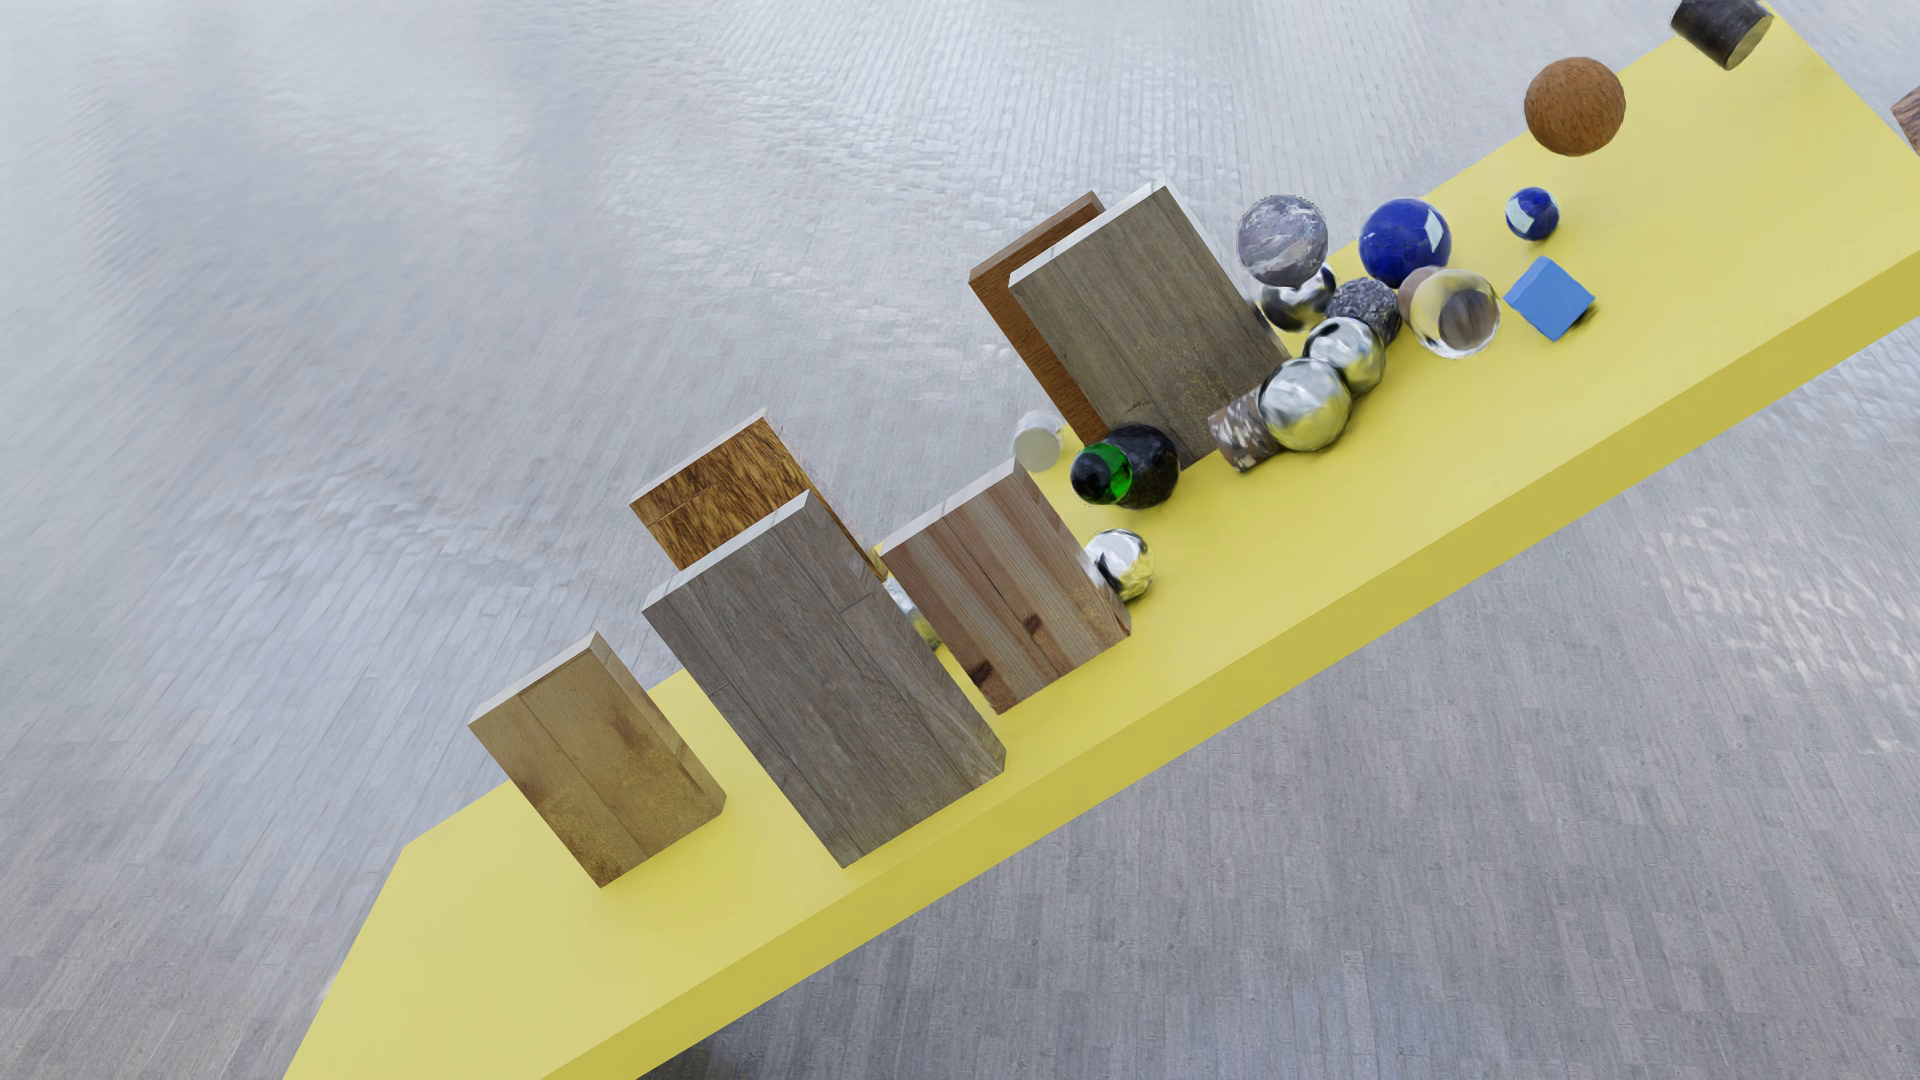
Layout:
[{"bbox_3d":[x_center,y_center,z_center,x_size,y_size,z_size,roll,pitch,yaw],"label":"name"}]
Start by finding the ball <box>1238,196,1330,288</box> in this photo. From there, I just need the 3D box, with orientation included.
[{"bbox_3d":[0.654,-0.603,5.954,0.185,0.185,0.185,0,21,0],"label":"ball"}]

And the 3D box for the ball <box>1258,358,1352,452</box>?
[{"bbox_3d":[0.686,-0.270,5.849,0.187,0.187,0.187,0,21,0],"label":"ball"}]

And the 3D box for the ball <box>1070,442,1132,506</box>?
[{"bbox_3d":[0.289,-0.135,6.029,0.130,0.130,0.130,0,21,0],"label":"ball"}]

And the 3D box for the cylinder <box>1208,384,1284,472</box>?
[{"bbox_3d":[0.603,-0.231,6.031,0.137,0.137,0.137,-31,12,20],"label":"cylinder"}]

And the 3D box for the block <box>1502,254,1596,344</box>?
[{"bbox_3d":[1.121,-0.460,5.602,0.112,0.112,0.112,40,9,-6],"label":"block"}]

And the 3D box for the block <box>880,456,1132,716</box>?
[{"bbox_3d":[0.091,0.090,5.697,0.312,0.401,0.095,-32,16,15],"label":"block"}]

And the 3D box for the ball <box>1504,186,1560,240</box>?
[{"bbox_3d":[1.190,-0.679,6.115,0.113,0.113,0.113,0,21,0],"label":"ball"}]

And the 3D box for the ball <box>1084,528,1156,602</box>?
[{"bbox_3d":[0.312,0.051,5.814,0.147,0.147,0.147,0,21,0],"label":"ball"}]

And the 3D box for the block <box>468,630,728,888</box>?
[{"bbox_3d":[-0.778,0.475,6.331,0.331,0.468,0.091,-32,16,15],"label":"block"}]

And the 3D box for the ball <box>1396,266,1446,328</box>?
[{"bbox_3d":[0.963,-0.490,6.000,0.141,0.141,0.141,0,21,0],"label":"ball"}]

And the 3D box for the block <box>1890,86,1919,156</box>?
[{"bbox_3d":[1.953,-0.794,5.682,0.182,0.182,0.182,21,41,-43],"label":"block"}]

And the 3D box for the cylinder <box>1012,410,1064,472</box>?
[{"bbox_3d":[0.186,-0.235,6.983,0.114,0.114,0.114,2,24,6],"label":"cylinder"}]

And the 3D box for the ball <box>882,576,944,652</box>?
[{"bbox_3d":[-0.103,0.159,6.327,0.185,0.185,0.185,0,21,0],"label":"ball"}]

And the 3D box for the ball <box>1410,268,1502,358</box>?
[{"bbox_3d":[0.972,-0.445,5.776,0.178,0.178,0.178,0,21,0],"label":"ball"}]

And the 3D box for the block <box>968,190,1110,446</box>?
[{"bbox_3d":[0.313,-0.446,6.493,0.324,0.559,0.105,-32,16,15],"label":"block"}]

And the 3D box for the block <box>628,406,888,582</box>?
[{"bbox_3d":[-0.479,-0.007,7.039,0.398,0.500,0.083,-32,16,15],"label":"block"}]

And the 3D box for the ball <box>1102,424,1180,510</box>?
[{"bbox_3d":[0.373,-0.155,6.218,0.184,0.184,0.184,0,21,0],"label":"ball"}]

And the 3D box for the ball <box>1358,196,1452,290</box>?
[{"bbox_3d":[0.948,-0.631,6.268,0.199,0.199,0.199,0,21,0],"label":"ball"}]

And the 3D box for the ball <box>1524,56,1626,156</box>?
[{"bbox_3d":[1.237,-0.872,5.919,0.200,0.200,0.200,0,21,0],"label":"ball"}]

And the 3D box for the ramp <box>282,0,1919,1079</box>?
[{"bbox_3d":[0.136,0.174,6.306,4.000,0.100,2.000,-32,16,15],"label":"ramp"}]

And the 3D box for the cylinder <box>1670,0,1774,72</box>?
[{"bbox_3d":[1.542,-1.050,5.952,0.144,0.144,0.144,44,39,18],"label":"cylinder"}]

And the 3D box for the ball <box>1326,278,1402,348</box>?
[{"bbox_3d":[0.847,-0.470,6.160,0.160,0.160,0.160,0,21,0],"label":"ball"}]

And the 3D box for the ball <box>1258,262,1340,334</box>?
[{"bbox_3d":[0.725,-0.527,6.292,0.174,0.174,0.174,0,21,0],"label":"ball"}]

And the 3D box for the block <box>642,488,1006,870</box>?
[{"bbox_3d":[-0.249,0.264,5.481,0.373,0.634,0.095,-32,16,15],"label":"block"}]

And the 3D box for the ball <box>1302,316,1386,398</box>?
[{"bbox_3d":[0.780,-0.371,5.972,0.169,0.169,0.169,0,21,0],"label":"ball"}]

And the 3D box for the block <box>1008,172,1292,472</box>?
[{"bbox_3d":[0.423,-0.442,6.269,0.396,0.545,0.112,-32,16,15],"label":"block"}]
